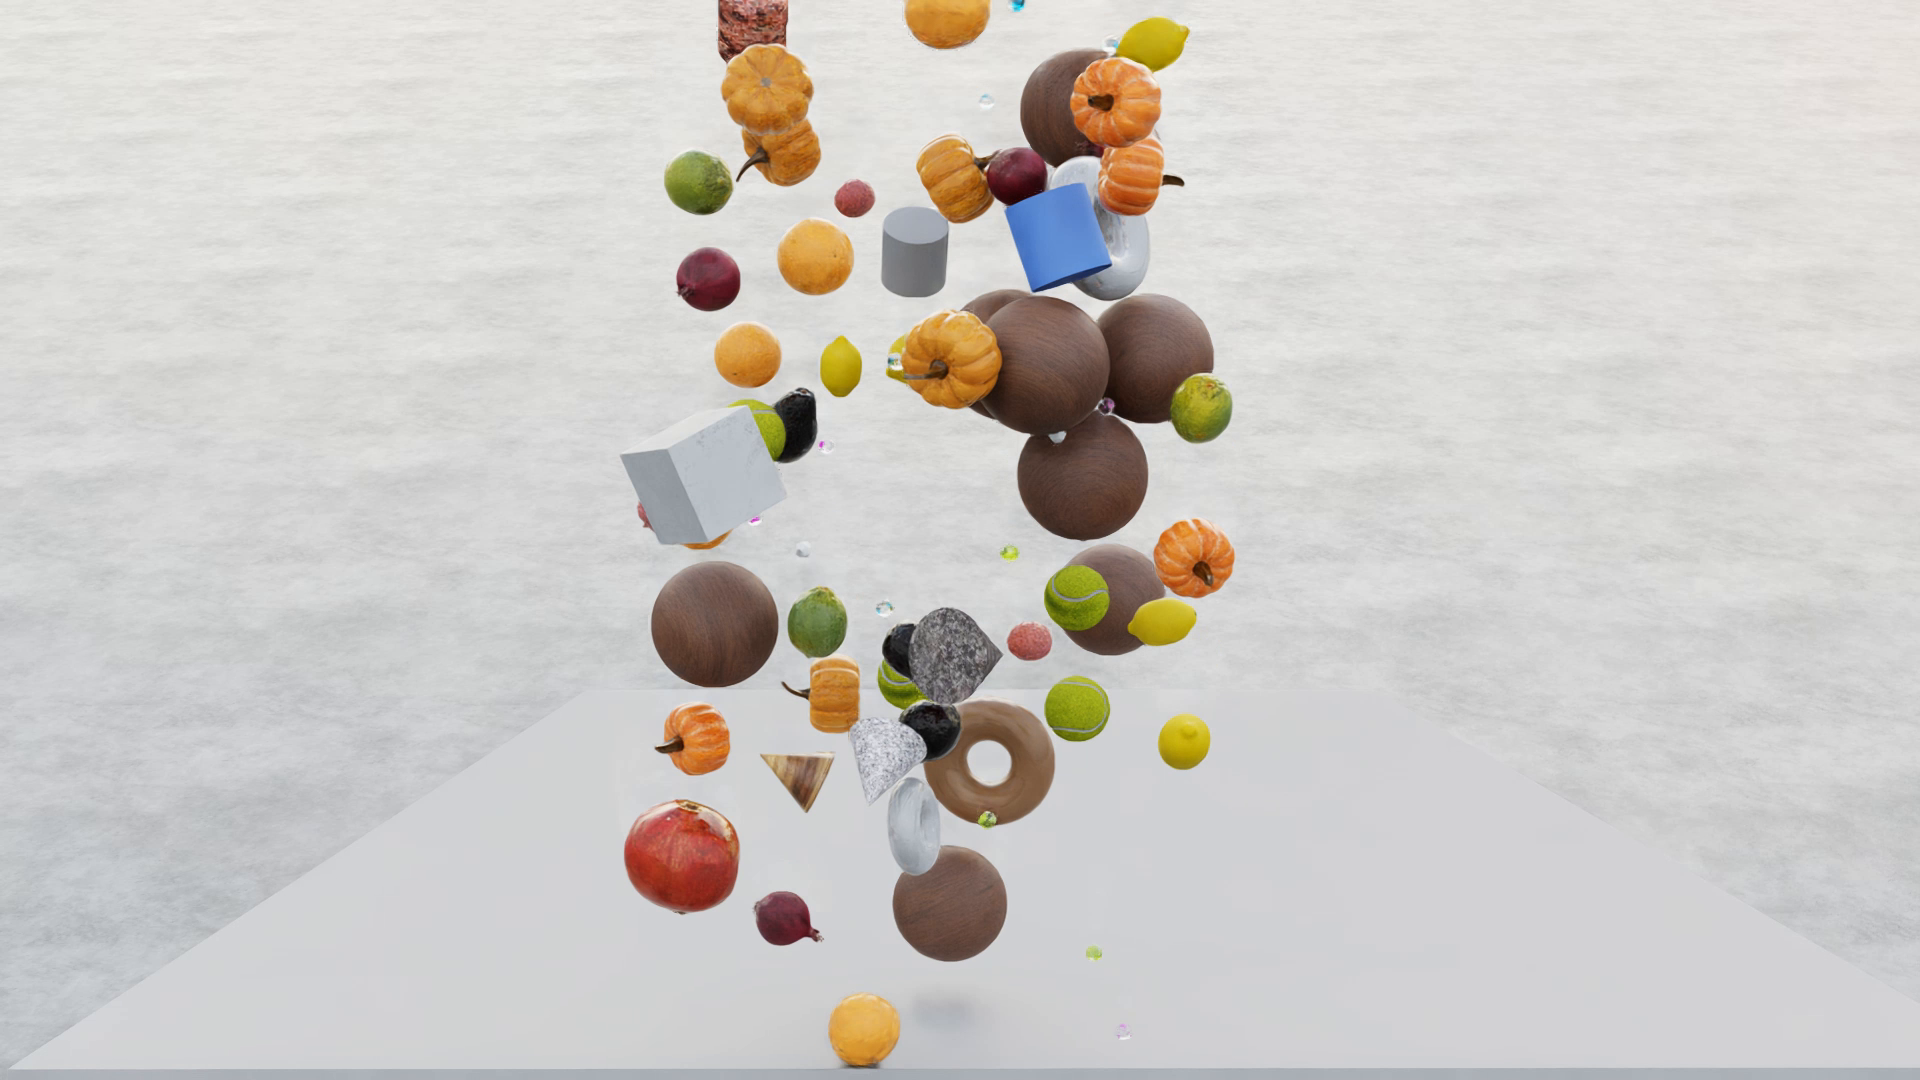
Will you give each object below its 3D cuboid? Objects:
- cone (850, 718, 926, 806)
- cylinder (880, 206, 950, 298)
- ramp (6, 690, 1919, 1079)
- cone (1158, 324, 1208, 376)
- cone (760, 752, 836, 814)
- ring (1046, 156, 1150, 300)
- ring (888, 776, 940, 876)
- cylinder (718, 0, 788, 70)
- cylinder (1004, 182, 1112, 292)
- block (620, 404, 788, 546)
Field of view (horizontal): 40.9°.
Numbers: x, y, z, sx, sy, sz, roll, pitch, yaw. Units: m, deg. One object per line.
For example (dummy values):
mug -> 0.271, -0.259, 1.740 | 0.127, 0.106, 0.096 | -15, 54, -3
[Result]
cone -> -0.079, 0.226, 2.482 | 0.078, 0.078, 0.078 | 6, 50, 13
cylinder -> -0.047, -0.298, 2.666 | 0.068, 0.068, 0.068 | 3, 42, -2
ramp -> 0.055, 0.501, 4.547 | 2.000, 0.100, 4.000 | 0, 2, 0
cone -> 0.237, -0.192, 2.639 | 0.055, 0.055, 0.055 | 11, 2, 23
cone -> -0.174, 0.233, 2.626 | 0.070, 0.070, 0.070 | 26, 24, -5
ring -> 0.134, -0.303, 2.506 | 0.048, 0.145, 0.145 | -15, 12, 37
ring -> -0.045, 0.283, 2.549 | 0.033, 0.098, 0.098 | -6, 22, 17
cylinder -> -0.211, -0.530, 2.630 | 0.070, 0.070, 0.070 | 4, 46, -4
cylinder -> 0.092, -0.282, 2.406 | 0.080, 0.080, 0.080 | -19, 0, 0
block -> -0.231, -0.058, 2.323 | 0.092, 0.092, 0.092 | -31, 16, -31
